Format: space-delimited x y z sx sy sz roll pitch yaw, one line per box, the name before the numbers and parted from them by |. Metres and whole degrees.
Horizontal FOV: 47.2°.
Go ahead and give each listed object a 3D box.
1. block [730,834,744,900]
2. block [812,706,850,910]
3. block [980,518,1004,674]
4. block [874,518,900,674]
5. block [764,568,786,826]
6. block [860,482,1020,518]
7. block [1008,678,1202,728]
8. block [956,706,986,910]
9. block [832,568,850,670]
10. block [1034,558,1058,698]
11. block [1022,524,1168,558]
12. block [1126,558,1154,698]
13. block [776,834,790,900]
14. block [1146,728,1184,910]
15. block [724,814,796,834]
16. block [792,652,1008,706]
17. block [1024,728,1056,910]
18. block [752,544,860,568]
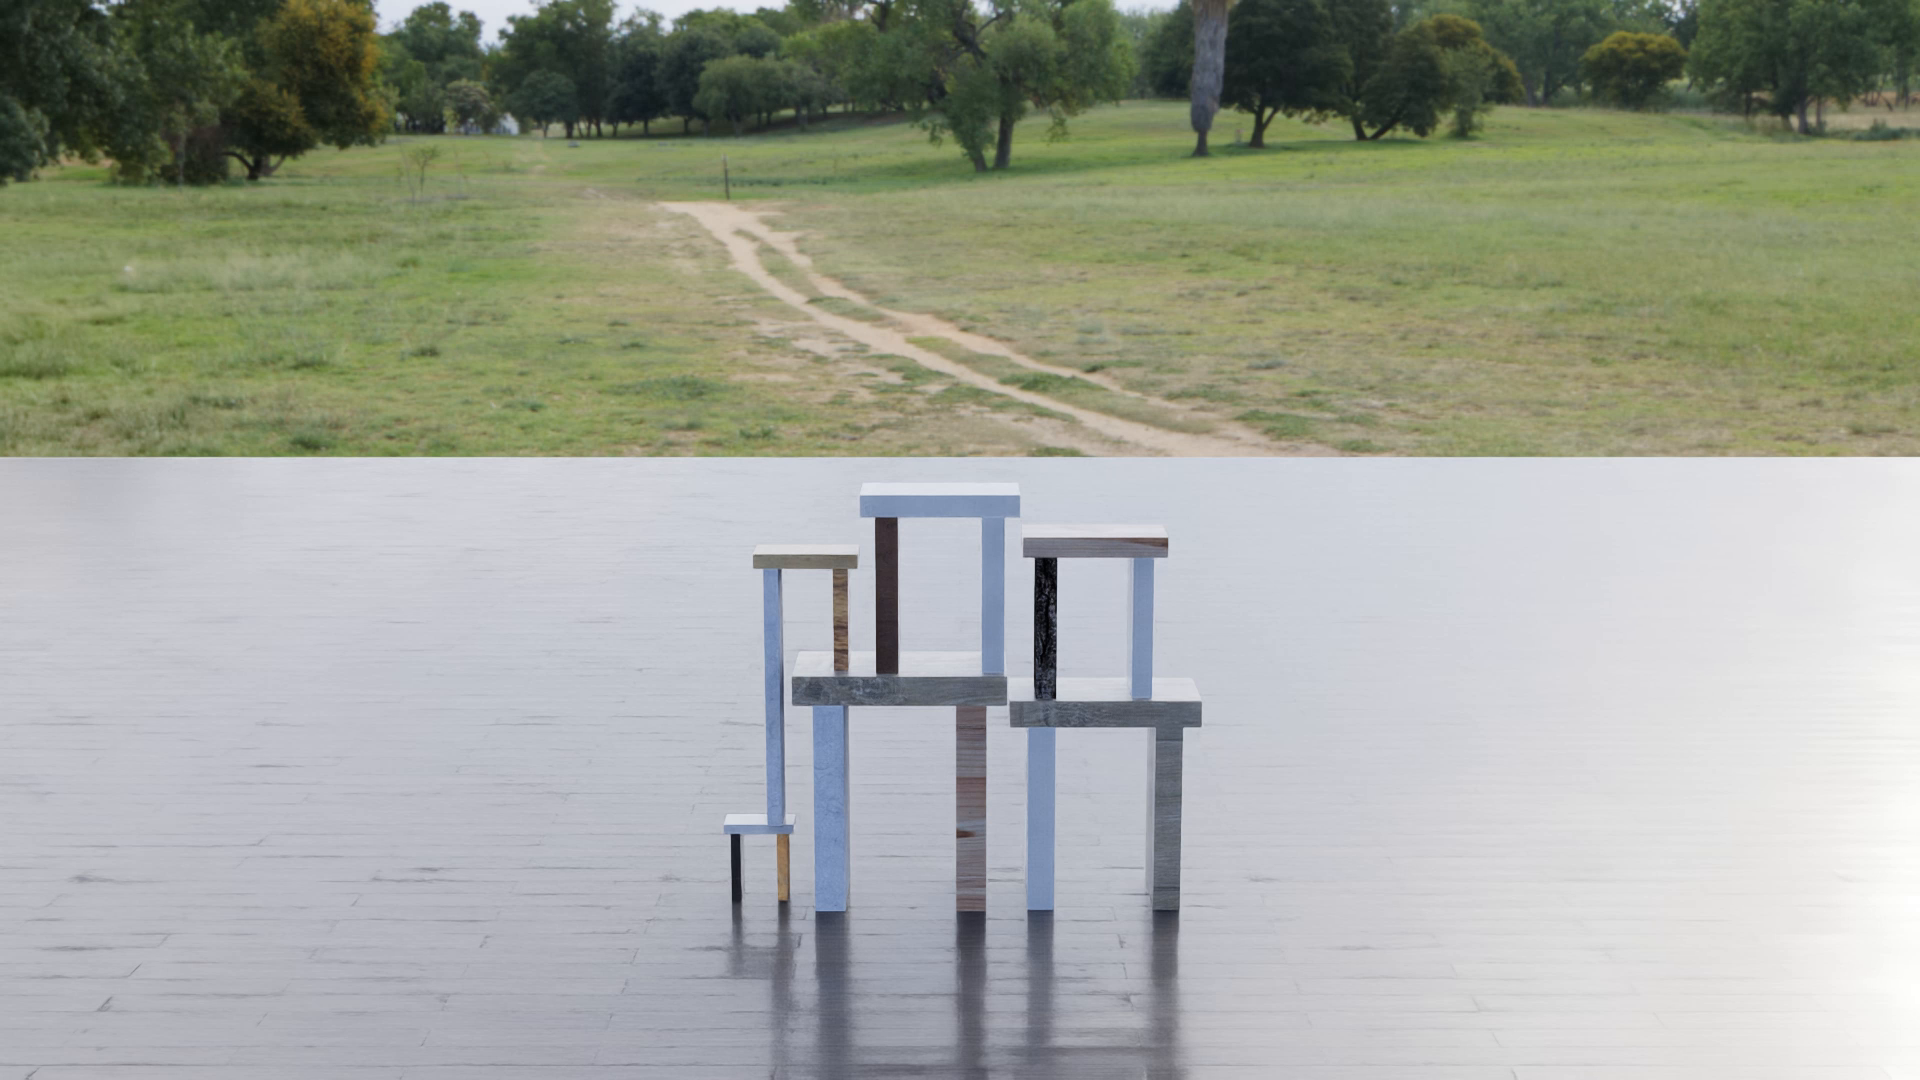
block | -0.369 0.535 3.654 0.016 0.114 0.057 0 11 0
block | -0.212 0.420 3.640 0.049 0.345 0.172 0 11 0
block | 0.053 0.078 3.574 0.036 0.255 0.127 0 11 0
block | -0.117 0.078 3.574 0.036 0.255 0.127 0 11 0
block | -0.304 0.250 3.605 0.024 0.430 0.084 0 11 0
block | -0.032 -0.065 3.548 0.255 0.036 0.127 0 11 0
block | 0.234 0.266 3.608 0.308 0.044 0.154 0 11 0
block | 0.018 0.420 3.640 0.049 0.345 0.172 0 11 0
block | -0.192 0.121 3.581 0.024 0.167 0.084 0 11 0
block | 0.139 0.131 3.581 0.033 0.231 0.116 0 11 0
block | 0.216 0.001 3.557 0.231 0.033 0.116 0 11 0
block | 0.293 0.131 3.581 0.033 0.231 0.116 0 11 0
block | -0.293 0.535 3.654 0.016 0.114 0.057 0 11 0
block | 0.337 0.439 3.640 0.044 0.308 0.154 0 11 0
block | -0.331 0.470 3.642 0.114 0.016 0.057 0 11 0
block | -0.097 0.227 3.605 0.345 0.049 0.172 0 11 0
block | 0.132 0.439 3.640 0.044 0.308 0.154 0 11 0
block | -0.248 0.027 3.563 0.167 0.024 0.084 0 11 0
